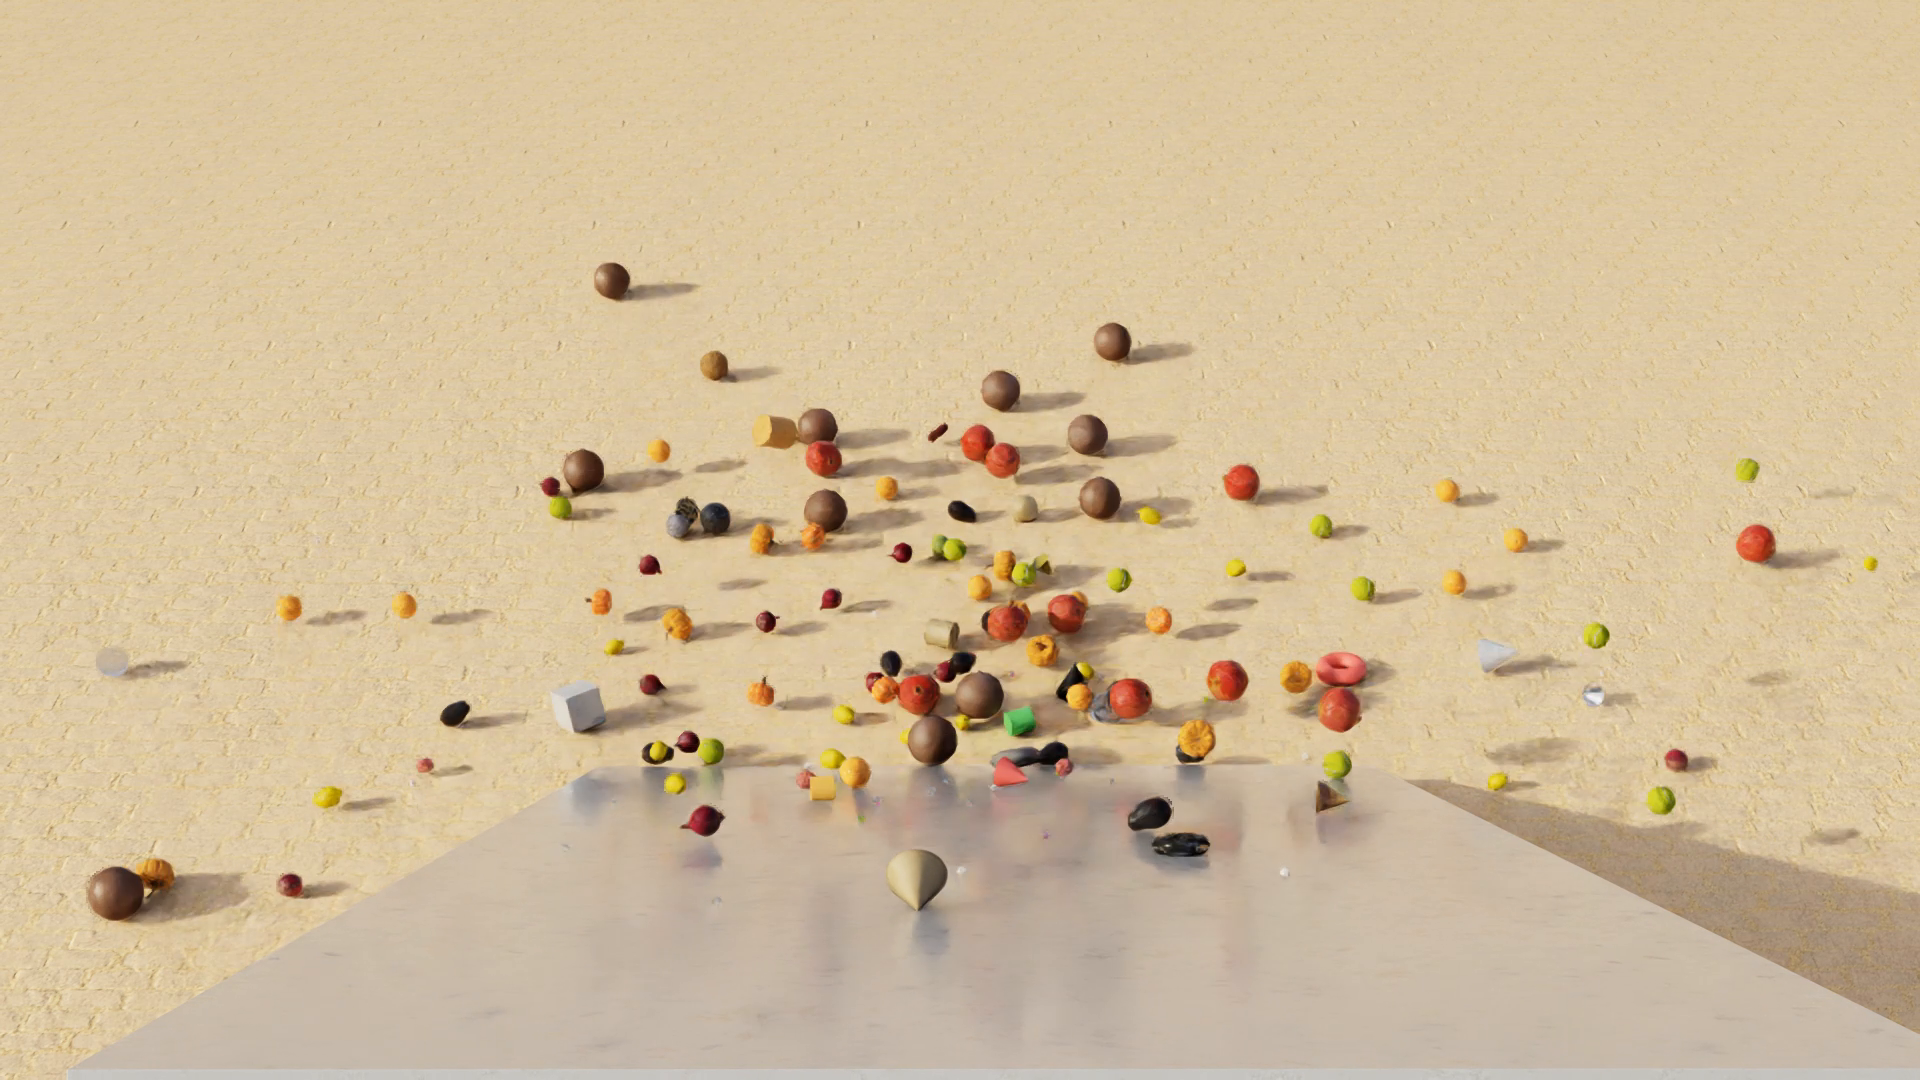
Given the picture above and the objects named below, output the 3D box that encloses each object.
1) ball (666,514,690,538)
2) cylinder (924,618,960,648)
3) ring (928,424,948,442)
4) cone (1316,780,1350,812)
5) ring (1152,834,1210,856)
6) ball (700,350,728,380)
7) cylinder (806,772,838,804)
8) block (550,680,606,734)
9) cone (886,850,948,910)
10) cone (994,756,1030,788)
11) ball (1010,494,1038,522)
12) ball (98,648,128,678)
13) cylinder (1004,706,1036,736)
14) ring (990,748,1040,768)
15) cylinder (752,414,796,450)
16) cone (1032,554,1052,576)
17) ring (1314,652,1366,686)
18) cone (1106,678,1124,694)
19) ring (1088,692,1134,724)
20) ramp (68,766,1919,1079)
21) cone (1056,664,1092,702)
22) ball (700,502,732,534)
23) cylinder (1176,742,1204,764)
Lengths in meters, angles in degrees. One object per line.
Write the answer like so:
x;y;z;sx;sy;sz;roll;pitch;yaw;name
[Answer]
-0.853;-0.043;7.815;0.073;0.073;0.073;0;31;0;ball
-0.051;0.263;7.296;0.074;0.074;0.074;11;33;19;cylinder
-0.070;-0.344;8.289;0.026;0.077;0.077;50;41;-4;ring
0.780;0.539;5.398;0.070;0.070;0.070;6;32;14;cone
0.399;0.550;4.676;0.102;0.034;0.102;-1;0;0;ring
-0.825;-0.586;8.689;0.098;0.098;0.098;0;31;0;ball
-0.301;0.543;5.655;0.052;0.052;0.052;-34;38;-5;cylinder
-1.026;0.448;6.960;0.099;0.099;0.099;-21;18;-30;block
-0.066;0.539;3.956;0.096;0.096;0.096;-1;26;-1;cone
0.130;0.550;6.022;0.077;0.077;0.077;16;35;27;cone
0.196;-0.098;7.899;0.084;0.084;0.084;0;31;0;ball
-2.348;0.340;7.179;0.083;0.083;0.083;0;31;0;ball
0.159;0.486;6.937;0.065;0.065;0.065;-15;34;-16;cylinder
0.139;0.552;6.543;0.126;0.042;0.126;-10;-10;-2;ring
-0.569;-0.332;7.957;0.098;0.098;0.098;8;21;-40;cylinder
0.254;0.084;7.614;0.064;0.064;0.064;-34;27;20;cone
1.056;0.358;7.183;0.143;0.048;0.143;-2;29;1;ring
0.425;0.403;7.096;0.061;0.061;0.061;0;31;0;cone
0.409;0.454;7.030;0.126;0.042;0.126;-2;30;1;ring
0.070;0.617;4.695;2.000;0.100;4.000;0;0;0;ramp
0.314;0.378;7.101;0.098;0.098;0.098;0;31;0;cone
-0.741;-0.067;7.836;0.096;0.096;0.096;0;31;0;ball
0.603;0.557;6.783;0.053;0.053;0.053;-12;19;39;cylinder
